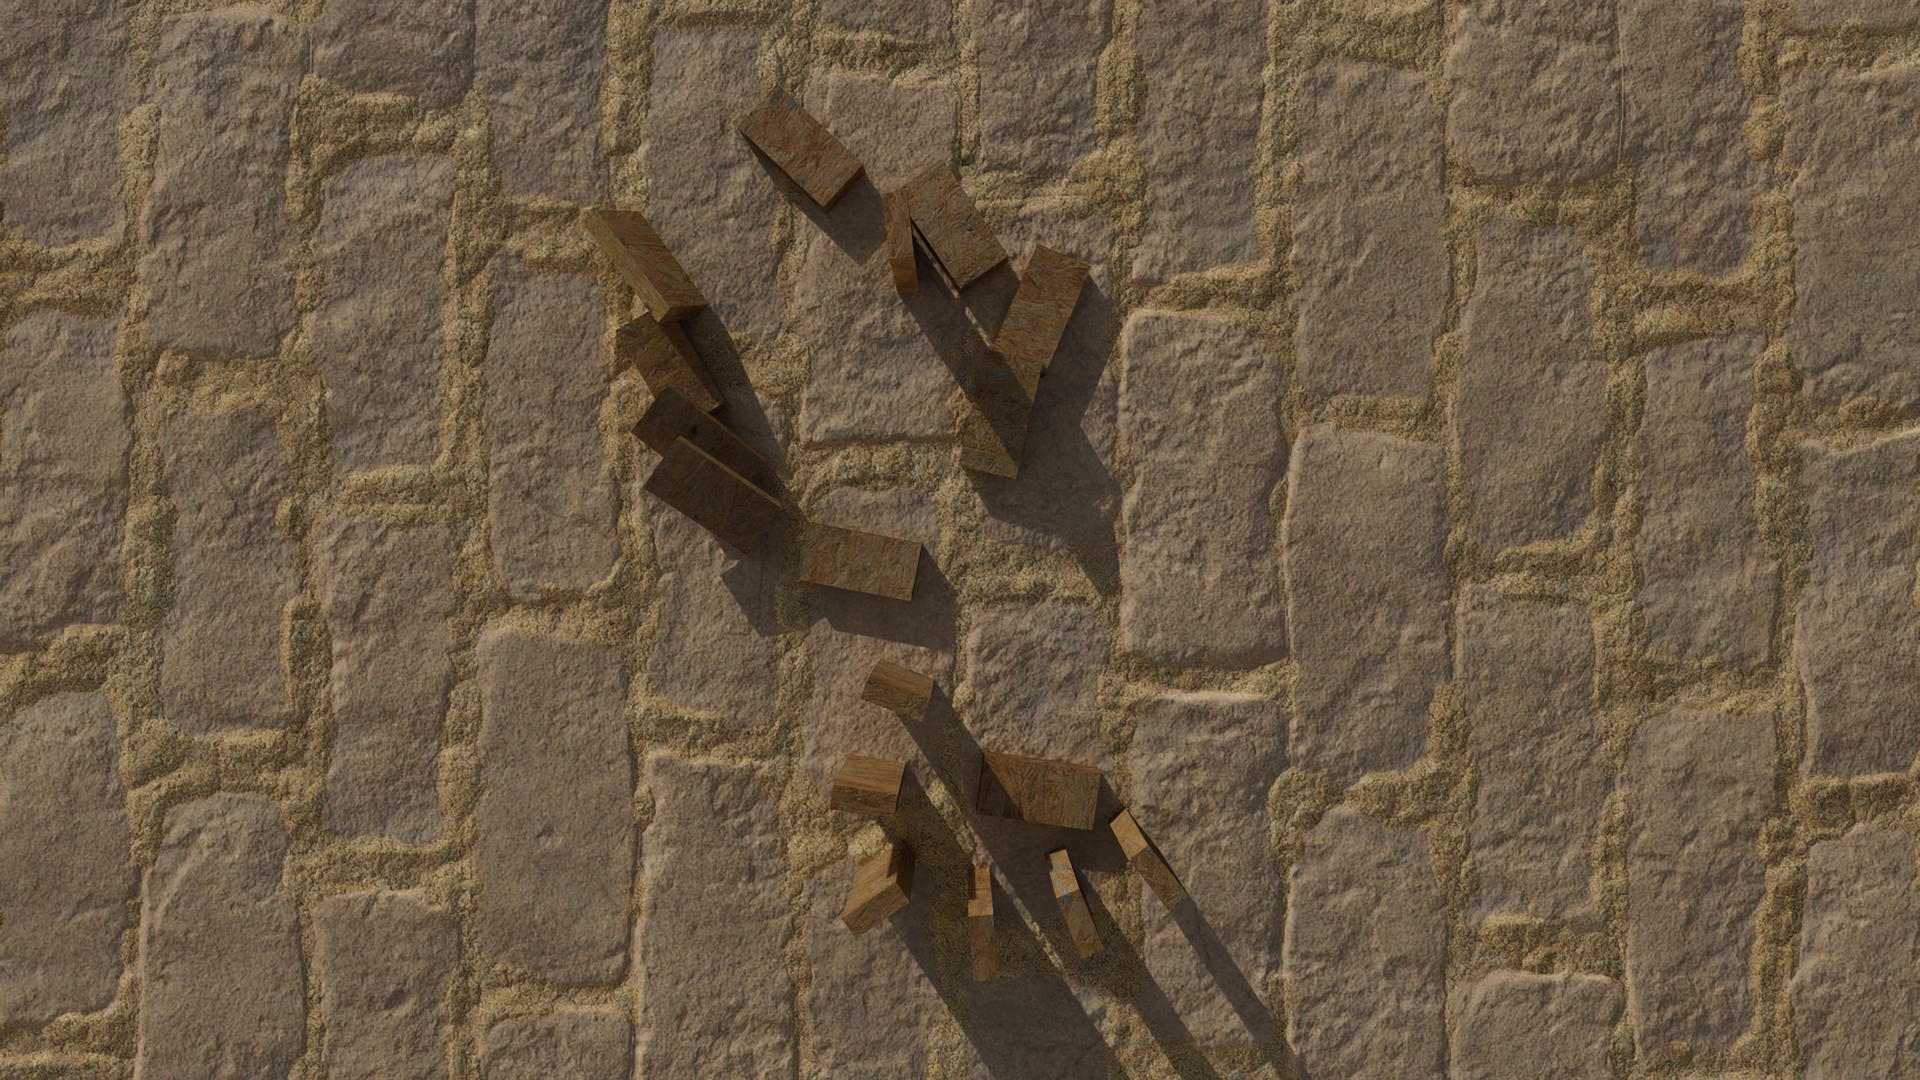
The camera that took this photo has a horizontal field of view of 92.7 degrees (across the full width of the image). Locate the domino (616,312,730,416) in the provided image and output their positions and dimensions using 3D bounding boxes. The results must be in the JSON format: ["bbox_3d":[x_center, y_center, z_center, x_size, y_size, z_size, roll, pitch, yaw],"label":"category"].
[{"bbox_3d":[-0.124,-0.074,0.395,0.025,0.010,0.050,-30,90,0],"label":"domino"}]

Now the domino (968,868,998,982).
[{"bbox_3d":[0.009,0.156,0.375,0.010,0.050,0.025,-5,90,0],"label":"domino"}]

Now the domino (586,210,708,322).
[{"bbox_3d":[-0.132,-0.116,0.387,0.009,0.025,0.050,-37,90,29],"label":"domino"}]

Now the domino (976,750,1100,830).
[{"bbox_3d":[0.034,0.108,0.395,0.050,0.010,0.025,8,90,0],"label":"domino"}]

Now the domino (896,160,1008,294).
[{"bbox_3d":[-0.004,-0.135,0.395,0.025,0.010,0.050,-34,90,0],"label":"domino"}]

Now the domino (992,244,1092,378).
[{"bbox_3d":[0.035,-0.099,0.395,0.025,0.010,0.050,23,90,0],"label":"domino"}]

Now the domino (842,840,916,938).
[{"bbox_3d":[-0.032,0.142,0.375,0.025,0.050,0.010,-34,90,0],"label":"domino"}]

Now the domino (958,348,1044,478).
[{"bbox_3d":[0.017,-0.054,0.390,0.025,0.009,0.050,13,101,2],"label":"domino"}]

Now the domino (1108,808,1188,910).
[{"bbox_3d":[0.076,0.129,0.375,0.009,0.050,0.025,-39,90,0],"label":"domino"}]

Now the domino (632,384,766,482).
[{"bbox_3d":[-0.110,-0.040,0.389,0.050,0.010,0.025,39,95,-14],"label":"domino"}]

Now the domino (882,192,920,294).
[{"bbox_3d":[-0.024,-0.120,0.375,0.009,0.050,0.025,-7,90,0],"label":"domino"}]

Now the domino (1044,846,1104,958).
[{"bbox_3d":[0.046,0.147,0.375,0.009,0.050,0.025,-23,90,0],"label":"domino"}]

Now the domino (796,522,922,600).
[{"bbox_3d":[-0.043,0.009,0.395,0.050,0.009,0.025,11,90,0],"label":"domino"}]

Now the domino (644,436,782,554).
[{"bbox_3d":[-0.103,-0.019,0.384,0.050,0.009,0.025,35,96,-13],"label":"domino"}]

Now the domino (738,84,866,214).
[{"bbox_3d":[-0.068,-0.168,0.395,0.050,0.010,0.025,43,90,0],"label":"domino"}]

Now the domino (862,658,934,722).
[{"bbox_3d":[-0.025,0.061,0.375,0.025,0.050,0.010,21,90,0],"label":"domino"}]

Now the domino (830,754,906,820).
[{"bbox_3d":[-0.037,0.100,0.375,0.025,0.050,0.009,9,90,0],"label":"domino"}]
